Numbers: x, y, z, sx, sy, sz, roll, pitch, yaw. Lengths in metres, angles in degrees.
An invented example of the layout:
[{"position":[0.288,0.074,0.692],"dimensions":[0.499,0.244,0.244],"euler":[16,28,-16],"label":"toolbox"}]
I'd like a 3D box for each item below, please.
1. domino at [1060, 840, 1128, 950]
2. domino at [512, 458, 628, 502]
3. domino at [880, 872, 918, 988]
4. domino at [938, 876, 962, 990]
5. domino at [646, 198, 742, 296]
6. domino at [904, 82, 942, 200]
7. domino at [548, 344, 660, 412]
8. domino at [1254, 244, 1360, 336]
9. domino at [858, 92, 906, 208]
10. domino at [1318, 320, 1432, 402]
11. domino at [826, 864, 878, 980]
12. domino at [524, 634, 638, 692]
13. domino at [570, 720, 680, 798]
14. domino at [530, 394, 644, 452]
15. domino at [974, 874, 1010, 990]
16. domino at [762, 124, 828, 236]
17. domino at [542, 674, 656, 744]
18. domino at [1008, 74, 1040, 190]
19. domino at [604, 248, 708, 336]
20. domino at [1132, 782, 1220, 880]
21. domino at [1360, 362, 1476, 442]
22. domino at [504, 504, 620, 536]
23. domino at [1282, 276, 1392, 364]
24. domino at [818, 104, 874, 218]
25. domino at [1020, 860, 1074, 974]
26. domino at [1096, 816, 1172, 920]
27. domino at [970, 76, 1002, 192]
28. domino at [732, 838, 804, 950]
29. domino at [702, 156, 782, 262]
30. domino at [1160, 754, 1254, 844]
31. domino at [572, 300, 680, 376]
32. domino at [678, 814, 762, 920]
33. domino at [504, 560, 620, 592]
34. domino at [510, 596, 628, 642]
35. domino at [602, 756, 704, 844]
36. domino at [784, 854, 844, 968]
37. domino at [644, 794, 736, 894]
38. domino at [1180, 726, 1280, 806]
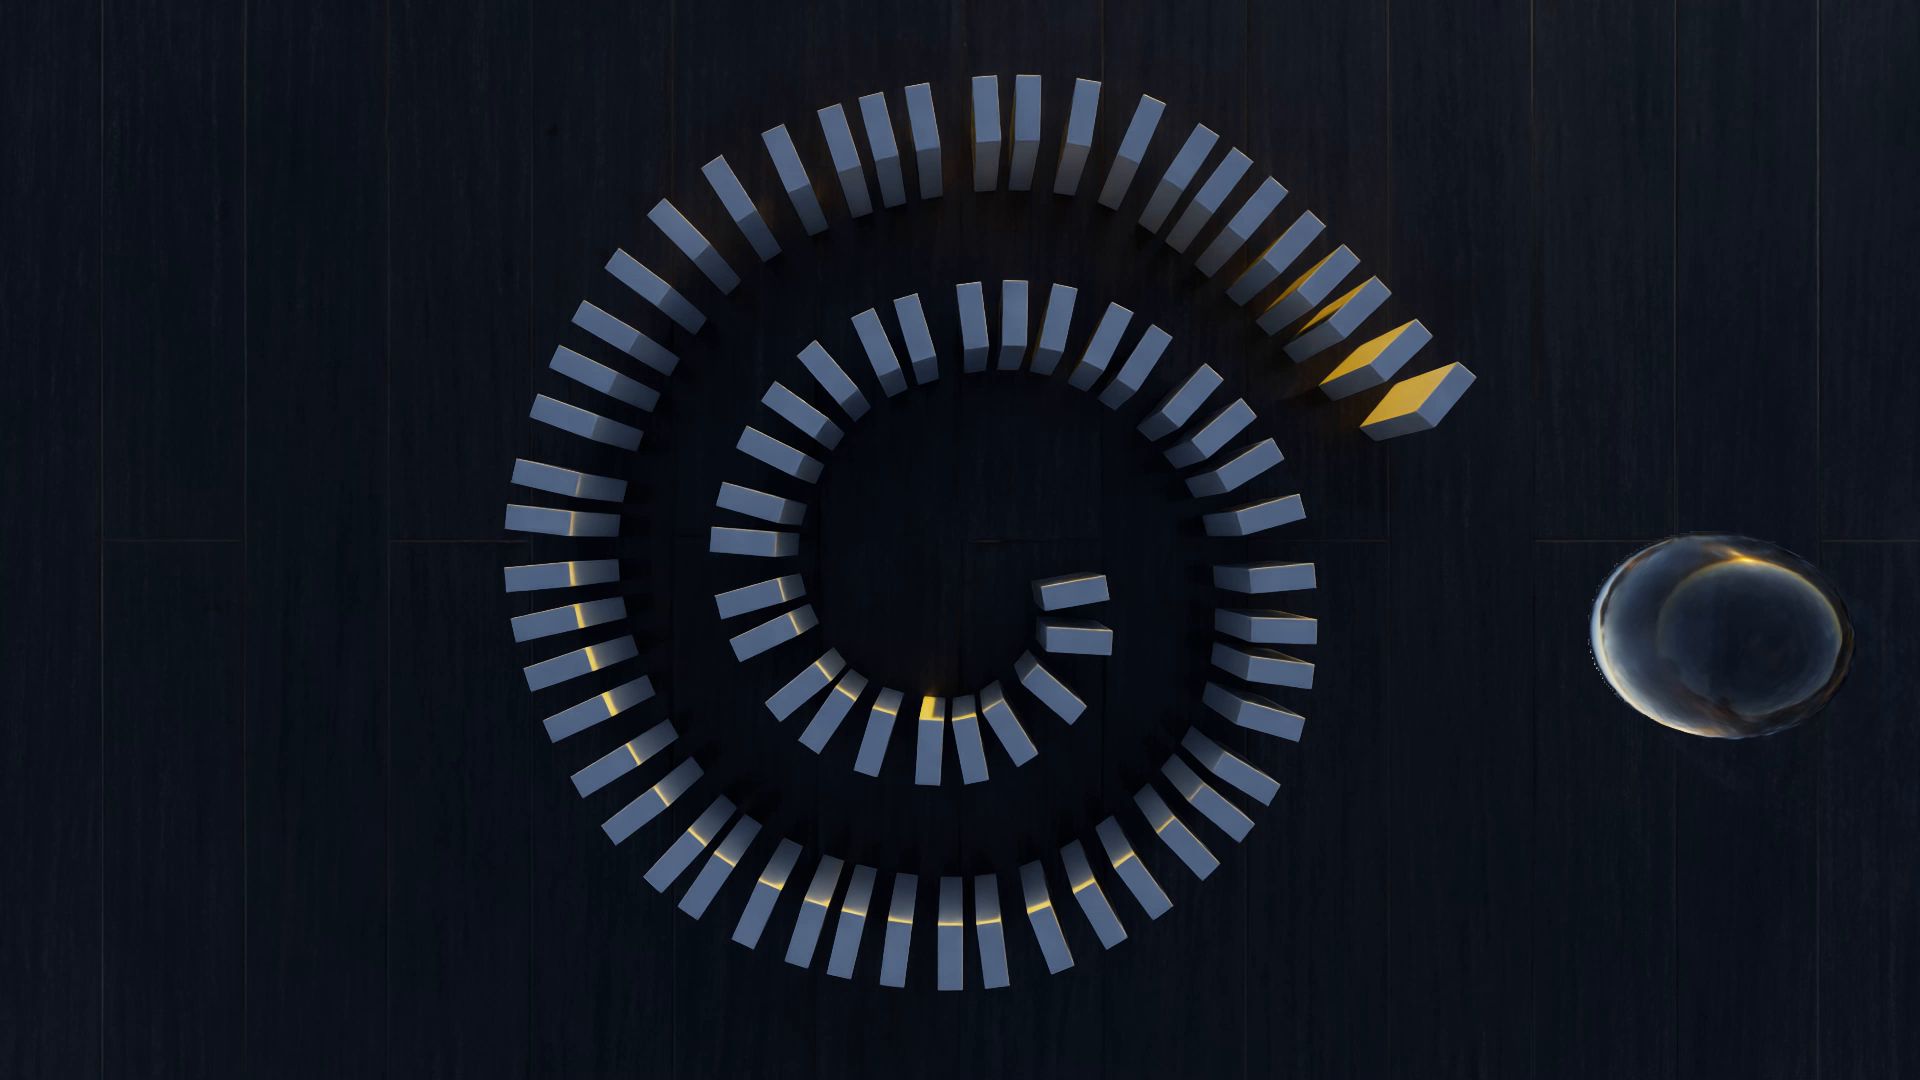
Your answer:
[{"position":[0.054,0.143,0.375],"dimensions":[0.009,0.050,0.025],"euler":[-30,90,0],"label":"domino"},{"position":[-0.158,-0.024,0.375],"dimensions":[0.025,0.050,0.009],"euler":[13,90,0],"label":"domino"},{"position":[-0.024,0.158,0.375],"dimensions":[0.009,0.050,0.025],"euler":[7,90,0],"label":"domino"},{"position":[-0.004,0.160,0.375],"dimensions":[0.010,0.050,0.025],"euler":[0,90,0],"label":"domino"},{"position":[-0.107,-0.119,0.375],"dimensions":[0.010,0.050,0.025],"euler":[-45,90,0],"label":"domino"},{"position":[-0.014,-0.162,0.375],"dimensions":[0.009,0.050,0.025],"euler":[-10,90,0],"label":"domino"},{"position":[-0.144,-0.065,0.375],"dimensions":[0.025,0.050,0.010],"euler":[25,90,0],"label":"domino"},{"position":[0.141,-0.101,0.375],"dimensions":[0.025,0.050,0.009],"euler":[-45,90,0],"label":"domino"},{"position":[-0.031,-0.158,0.375],"dimensions":[0.009,0.050,0.025],"euler":[-14,90,0],"label":"domino"},{"position":[0.169,-0.072,0.375],"dimensions":[0.025,0.050,0.009],"euler":[-44,90,0],"label":"domino"},{"position":[-0.043,0.155,0.375],"dimensions":[0.010,0.050,0.025],"euler":[13,90,0],"label":"domino"},{"position":[-0.154,0.050,0.375],"dimensions":[0.025,0.050,0.010],"euler":[-19,90,0],"label":"domino"},{"position":[-0.136,0.088,0.375],"dimensions":[0.025,0.050,0.010],"euler":[-31,90,0],"label":"domino"},{"position":[-0.151,-0.047,0.375],"dimensions":[0.025,0.050,0.009],"euler":[20,90,0],"label":"domino"},{"position":[0.013,0.159,0.375],"dimensions":[0.010,0.050,0.025],"euler":[-8,90,0],"label":"domino"},{"position":[-0.067,-0.146,0.375],"dimensions":[0.009,0.050,0.025],"euler":[-24,90,0],"label":"domino"},{"position":[-0.146,0.068,0.375],"dimensions":[0.025,0.050,0.010],"euler":[-24,90,0],"label":"domino"},{"position":[0.026,-0.165,0.375],"dimensions":[0.009,0.050,0.025],"euler":[1,90,0],"label":"domino"},{"position":[-0.123,-0.100,0.375],"dimensions":[0.025,0.050,0.010],"euler":[36,90,0],"label":"domino"},{"position":[0.087,0.118,0.375],"dimensions":[0.010,0.050,0.025],"euler":[-44,90,0],"label":"domino"},{"position":[0.186,-0.056,0.375],"dimensions":[0.010,0.050,0.025],"euler":[40,90,0],"label":"domino"},{"position":[-0.161,-0.008,0.375],"dimensions":[0.025,0.050,0.009],"euler":[6,90,0],"label":"domino"},{"position":[0.153,-0.089,0.375],"dimensions":[0.025,0.050,0.009],"euler":[-44,90,0],"label":"domino"},{"position":[-0.046,-0.154,0.375],"dimensions":[0.009,0.050,0.025],"euler":[-18,90,0],"label":"domino"},{"position":[0.035,0.153,0.375],"dimensions":[0.009,0.050,0.025],"euler":[-21,90,0],"label":"domino"},{"position":[0.070,0.133,0.375],"dimensions":[0.009,0.050,0.025],"euler":[-37,90,0],"label":"domino"},{"position":[0.010,-0.165,0.375],"dimensions":[0.009,0.050,0.025],"euler":[-4,90,0],"label":"domino"},{"position":[-0.078,0.143,0.375],"dimensions":[0.010,0.050,0.025],"euler":[25,90,0],"label":"domino"},{"position":[-0.088,-0.134,0.375],"dimensions":[0.010,0.050,0.025],"euler":[-33,90,0],"label":"domino"},{"position":[0.100,0.104,0.375],"dimensions":[0.025,0.050,0.009],"euler":[39,90,0],"label":"domino"},{"position":[-0.135,-0.081,0.375],"dimensions":[0.025,0.050,0.009],"euler":[30,90,0],"label":"domino"},{"position":[-0.097,0.132,0.375],"dimensions":[0.009,0.050,0.025],"euler":[34,90,0],"label":"domino"},{"position":[-0.161,0.014,0.375],"dimensions":[0.025,0.050,0.009],"euler":[-5,90,0],"label":"domino"},{"position":[-0.158,0.032,0.375],"dimensions":[0.025,0.050,0.009],"euler":[-13,90,0],"label":"domino"},{"position":[-0.124,0.106,0.375],"dimensions":[0.025,0.050,0.009],"euler":[-37,90,0],"label":"domino"},{"position":[-0.059,0.150,0.375],"dimensions":[0.009,0.050,0.025],"euler":[18,90,0],"label":"domino"},{"position":[-0.109,0.123,0.375],"dimensions":[0.010,0.050,0.025],"euler":[43,90,0],"label":"domino"},{"position":[0.109,0.091,0.375],"dimensions":[0.025,0.050,0.010],"euler":[31,90,0],"label":"domino"}]
